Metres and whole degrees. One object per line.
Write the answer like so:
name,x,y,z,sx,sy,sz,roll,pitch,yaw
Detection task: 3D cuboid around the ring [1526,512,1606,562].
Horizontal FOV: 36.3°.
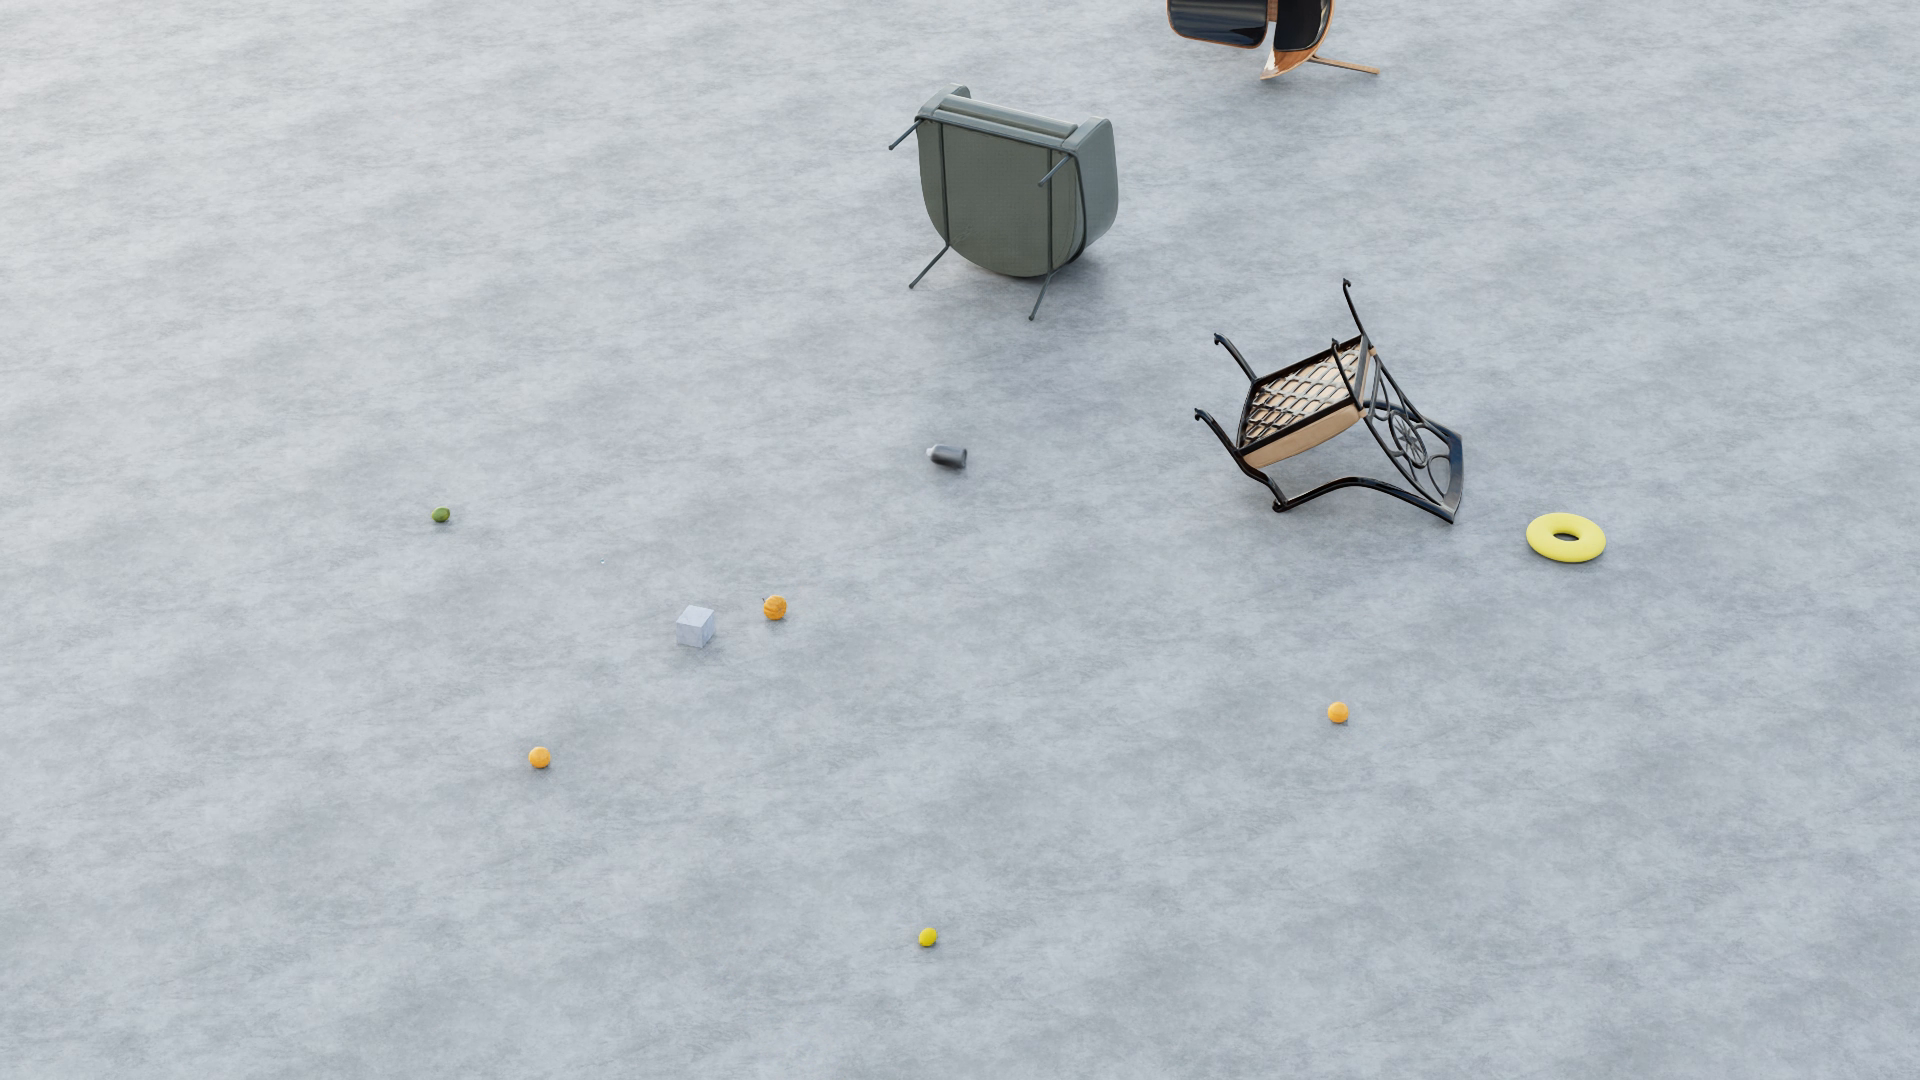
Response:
ring,2.252,-0.010,10.898,0.295,0.068,0.282,18,38,24

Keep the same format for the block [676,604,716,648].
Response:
block,-0.937,0.306,10.399,0.097,0.089,0.114,11,35,16

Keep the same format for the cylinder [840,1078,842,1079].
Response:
cylinder,-0.385,1.627,8.358,0.148,0.128,0.180,-12,28,-18
